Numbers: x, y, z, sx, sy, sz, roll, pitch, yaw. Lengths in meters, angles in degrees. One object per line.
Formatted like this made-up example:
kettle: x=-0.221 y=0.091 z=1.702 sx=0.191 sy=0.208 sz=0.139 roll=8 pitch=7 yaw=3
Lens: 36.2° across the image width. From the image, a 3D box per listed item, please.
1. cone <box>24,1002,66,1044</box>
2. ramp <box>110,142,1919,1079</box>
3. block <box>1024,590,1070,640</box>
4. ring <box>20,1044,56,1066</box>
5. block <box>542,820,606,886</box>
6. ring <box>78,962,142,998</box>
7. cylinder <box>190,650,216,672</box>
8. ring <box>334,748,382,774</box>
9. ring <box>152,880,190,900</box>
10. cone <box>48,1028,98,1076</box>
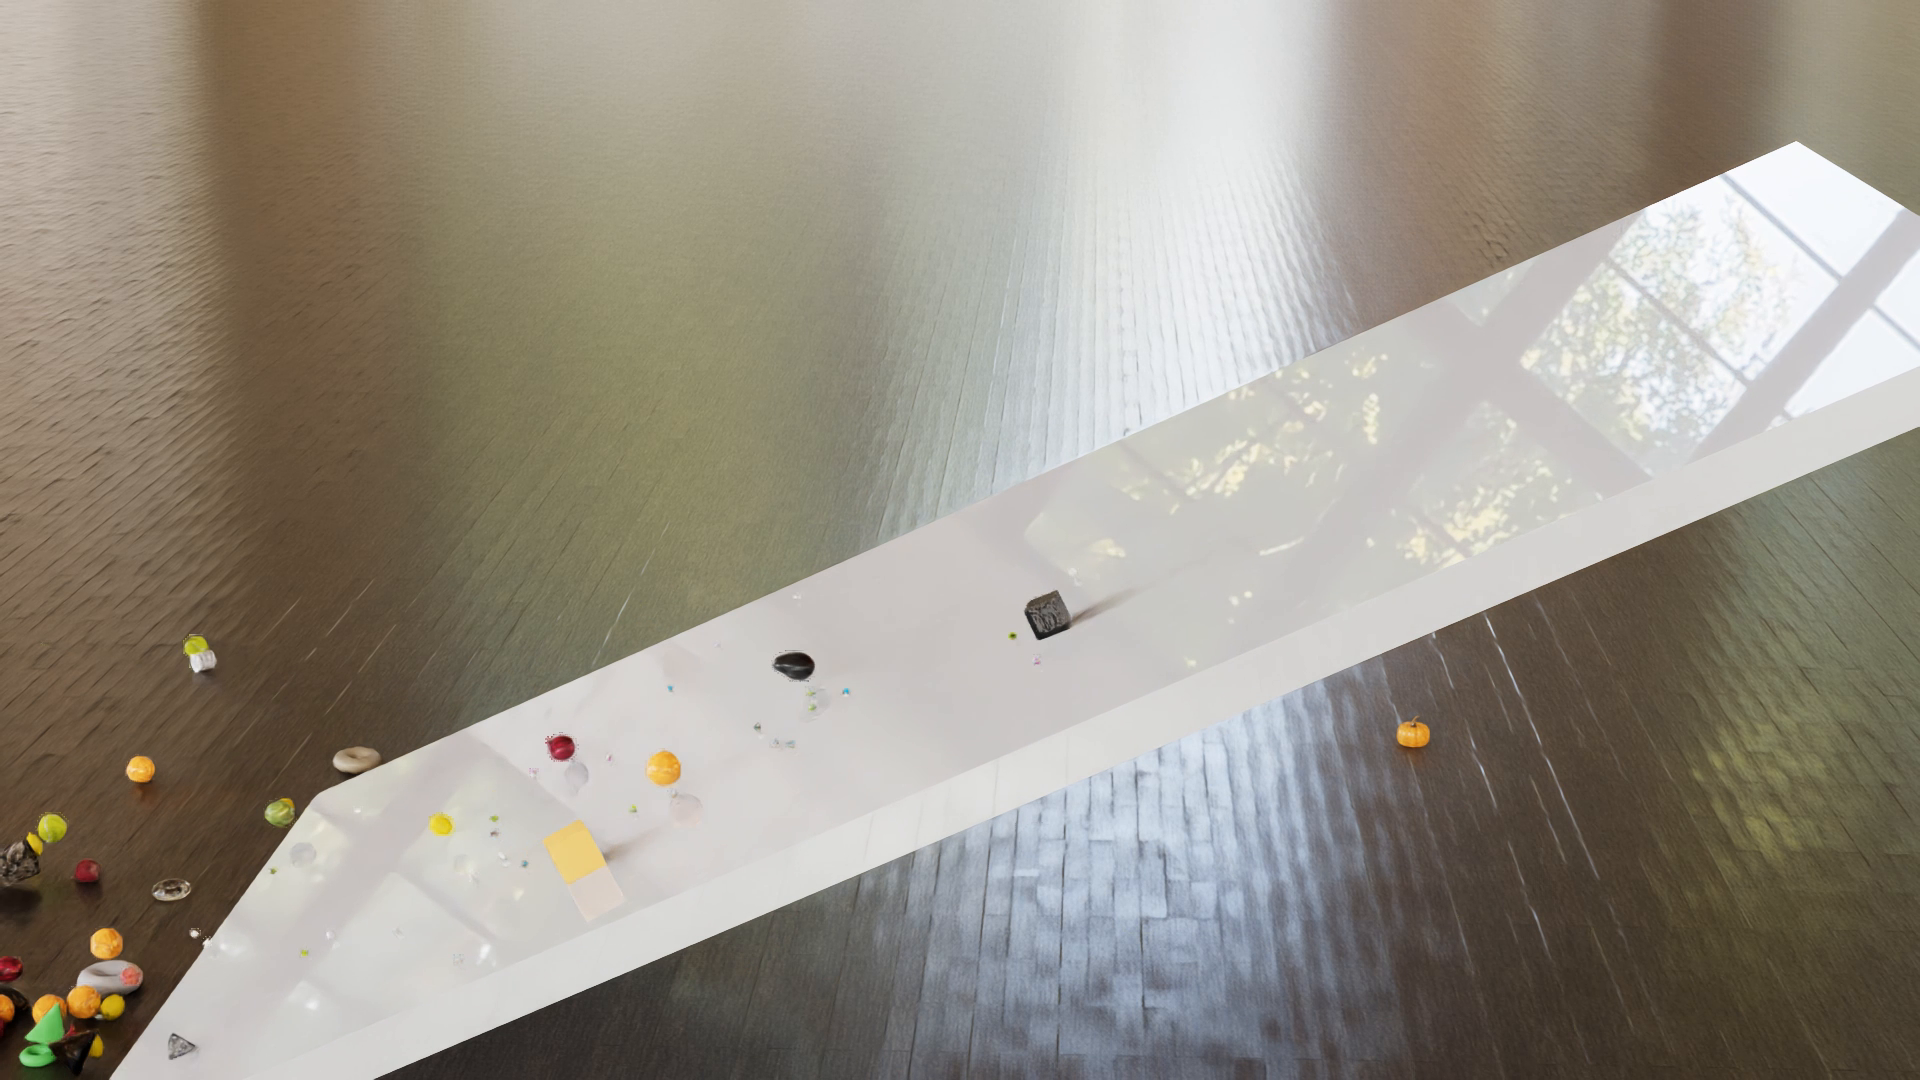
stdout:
cone: x=-1.939 y=1.030 z=6.281 sx=0.094 sy=0.094 sz=0.094 roll=12 pitch=-15 yaw=3
ramp: x=0.135 y=0.169 z=6.282 sx=4.000 sy=0.100 sz=2.000 roll=-24 pitch=13 yaw=9
block: x=0.176 y=0.151 z=5.904 sx=0.066 sy=0.066 sz=0.066 roll=-22 pitch=13 yaw=15
ring: x=-1.956 y=1.095 z=6.244 sx=0.077 sy=0.026 sz=0.077 roll=1 pitch=16 yaw=0
block: x=-0.763 y=0.617 z=5.817 sx=0.085 sy=0.085 sz=0.085 roll=-29 pitch=13 yaw=-12
ring: x=-1.906 y=0.985 z=6.596 sx=0.143 sy=0.048 sz=0.143 roll=0 pitch=15 yaw=0
cylinder: x=-2.266 y=0.362 z=8.805 sx=0.054 sy=0.054 sz=0.054 roll=14 pitch=21 yaw=40
ring: x=-1.636 y=0.598 z=7.987 sx=0.130 sy=0.043 sz=0.130 roll=1 pitch=15 yaw=0
ring: x=-1.909 y=0.847 z=7.120 sx=0.092 sy=0.031 sz=0.092 roll=-1 pitch=15 yaw=0
cone: x=-1.844 y=1.057 z=6.174 sx=0.096 sy=0.096 sz=0.096 roll=-42 pitch=28 yaw=-10
